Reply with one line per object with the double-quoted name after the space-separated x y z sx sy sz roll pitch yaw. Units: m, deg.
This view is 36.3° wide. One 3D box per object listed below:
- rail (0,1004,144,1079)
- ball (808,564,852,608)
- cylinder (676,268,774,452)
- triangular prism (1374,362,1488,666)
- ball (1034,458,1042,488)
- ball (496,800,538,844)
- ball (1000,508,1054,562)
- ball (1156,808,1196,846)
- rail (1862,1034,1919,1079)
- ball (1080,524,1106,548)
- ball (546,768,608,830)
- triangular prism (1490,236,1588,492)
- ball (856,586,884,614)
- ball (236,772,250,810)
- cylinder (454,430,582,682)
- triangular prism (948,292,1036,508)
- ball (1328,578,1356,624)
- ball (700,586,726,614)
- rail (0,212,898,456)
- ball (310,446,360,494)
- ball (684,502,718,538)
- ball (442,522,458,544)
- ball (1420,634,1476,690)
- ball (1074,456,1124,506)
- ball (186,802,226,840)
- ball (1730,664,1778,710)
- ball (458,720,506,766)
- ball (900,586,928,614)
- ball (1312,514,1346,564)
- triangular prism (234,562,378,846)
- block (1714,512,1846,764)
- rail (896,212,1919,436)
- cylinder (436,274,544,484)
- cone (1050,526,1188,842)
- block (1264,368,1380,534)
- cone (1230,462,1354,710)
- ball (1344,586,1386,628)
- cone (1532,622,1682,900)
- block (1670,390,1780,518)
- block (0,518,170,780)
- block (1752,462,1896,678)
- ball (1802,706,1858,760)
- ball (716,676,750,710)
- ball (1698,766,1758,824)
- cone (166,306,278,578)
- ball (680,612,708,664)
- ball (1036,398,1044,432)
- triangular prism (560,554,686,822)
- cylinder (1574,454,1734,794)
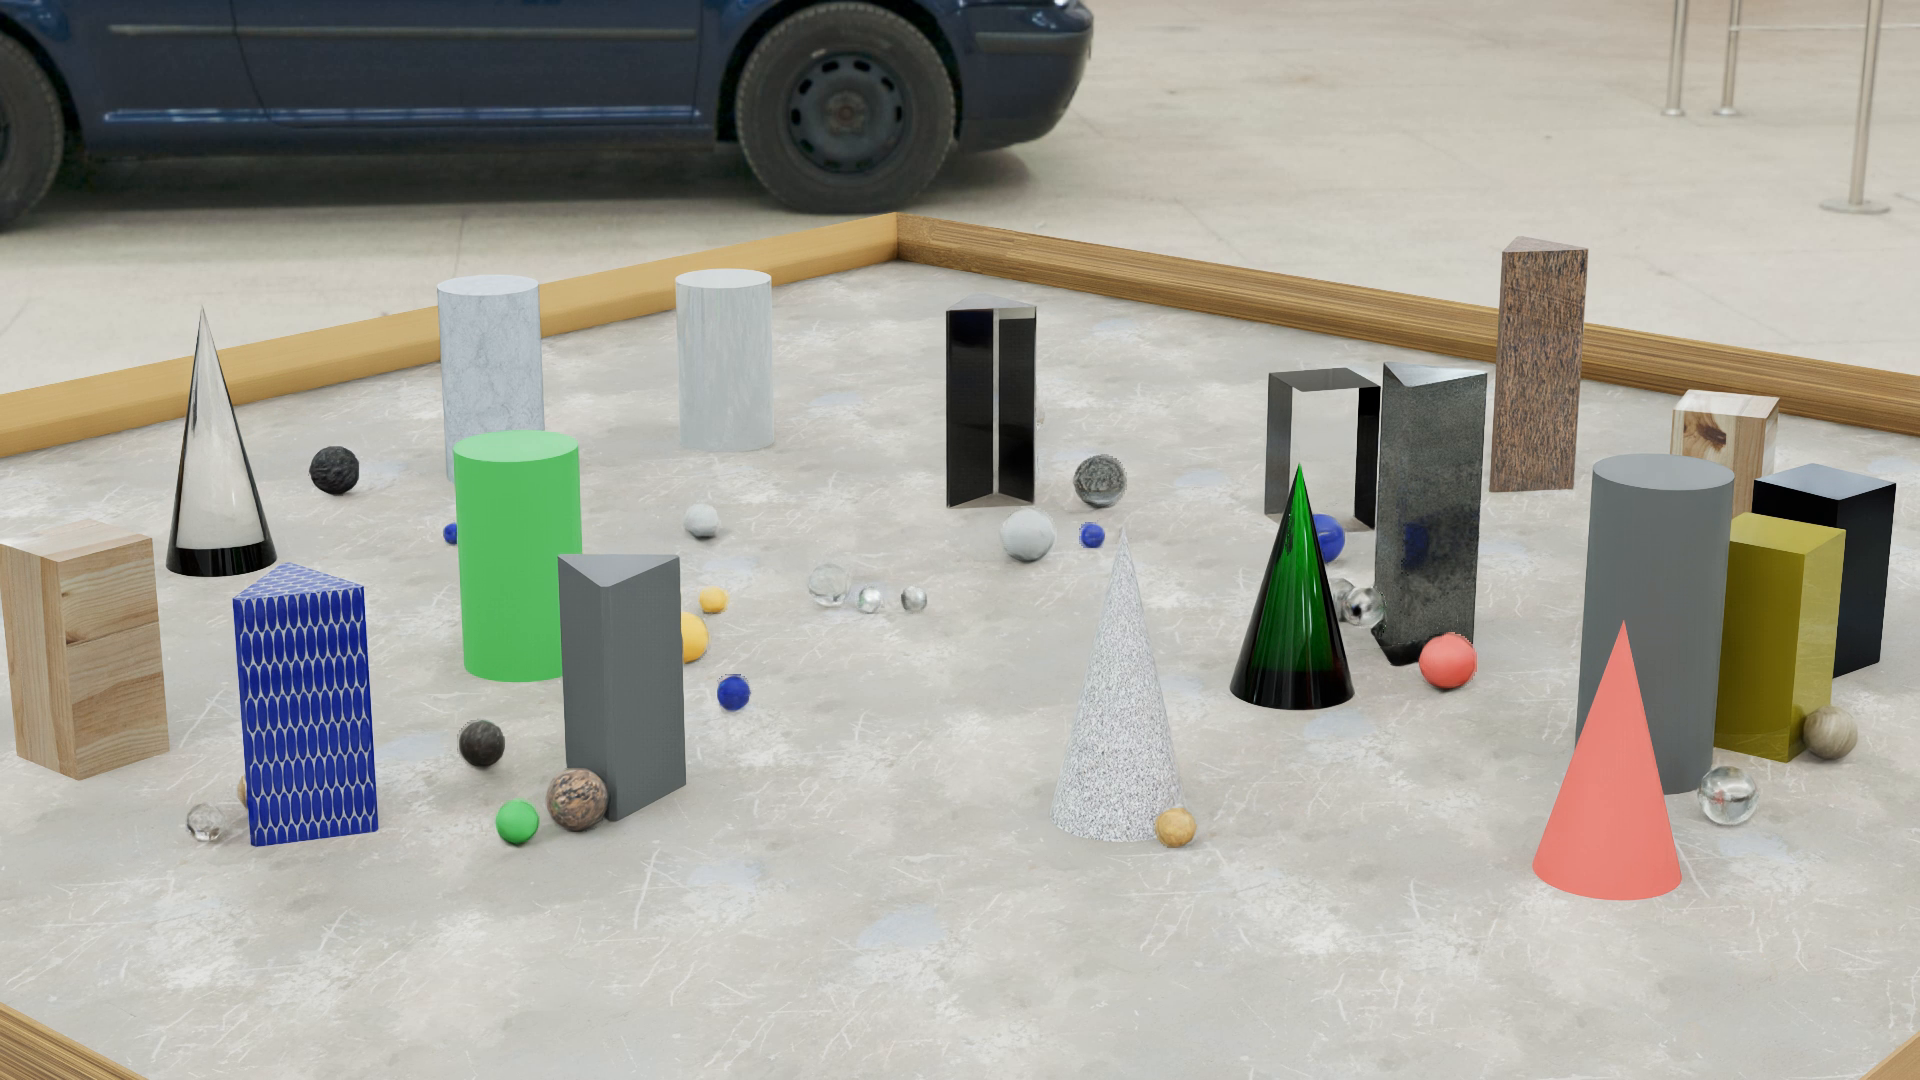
-1.388 0.493 3.589 4.177 0.129 0.045 14 22 39 "rail"
-0.225 0.079 5.060 0.076 0.076 0.076 0 17 0 "ball"
-0.488 -0.375 6.098 0.198 0.345 0.198 0 17 0 "cylinder"
0.738 -0.050 4.808 0.172 0.468 0.149 -11 20 -32 "triangular prism"
0.124 -0.133 5.760 0.078 0.078 0.078 0 17 0 "ball"
-0.613 0.390 4.055 0.060 0.060 0.060 0 17 0 "ball"
0.123 -0.008 5.313 0.097 0.097 0.097 0 17 0 "ball"
0.299 0.396 4.045 0.054 0.054 0.054 0 17 0 "ball"
1.559 0.423 3.824 0.045 0.129 4.281 14 22 39 "rail"
0.244 -0.008 5.400 0.046 0.046 0.046 0 17 0 "ball"
-0.536 0.362 4.101 0.087 0.087 0.087 0 17 0 "ball"
1.116 -0.349 5.780 0.172 0.480 0.149 -3 17 -9 "triangular prism"
-0.154 0.103 5.031 0.046 0.046 0.046 0 17 0 "ball"
-0.999 0.356 4.171 0.059 0.059 0.059 0 17 0 "ball"
-0.710 0.024 4.739 0.198 0.366 0.198 0 17 0 "cylinder"
0.047 -0.273 5.682 0.172 0.392 0.149 -3 17 -10 "triangular prism"
0.639 0.103 4.978 0.078 0.078 0.078 0 17 0 "ball"
-0.424 0.102 5.033 0.047 0.047 0.047 0 17 0 "ball"
-1.559 -0.358 6.416 0.045 0.129 4.281 14 22 39 "rail"
-1.224 -0.137 5.740 0.096 0.096 0.096 0 17 0 "ball"
-0.482 -0.037 5.467 0.064 0.064 0.064 0 17 0 "ball"
-0.935 -0.011 5.420 0.041 0.041 0.041 0 17 0 "ball"
0.774 0.194 4.660 0.087 0.087 0.087 0 17 0 "ball"
0.269 -0.113 5.658 0.099 0.099 0.099 0 17 0 "ball"
-1.045 0.391 4.065 0.053 0.053 0.053 0 17 0 "ball"
1.238 0.229 4.570 0.071 0.071 0.071 0 17 0 "ball"
-0.707 0.301 4.336 0.068 0.068 0.068 0 17 0 "ball"
-0.079 0.102 5.034 0.047 0.047 0.047 0 17 0 "ball"
0.649 -0.002 5.298 0.094 0.094 0.094 0 17 0 "ball"
-0.920 0.223 4.093 0.172 0.358 0.149 -6 18 -18 "triangular prism"
1.213 0.144 4.412 0.159 0.324 0.159 12 21 35 "block"
1.388 -0.429 6.650 4.177 0.129 0.045 14 22 39 "rail"
-0.930 -0.317 5.831 0.198 0.389 0.198 0 17 0 "cylinder"
0.226 0.183 4.097 0.198 0.433 0.198 0 17 0 "cone"
0.681 -0.167 5.524 0.159 0.279 0.159 -5 17 -16 "block"
0.528 0.057 4.612 0.198 0.377 0.198 0 17 0 "cone"
0.664 0.110 4.820 0.069 0.069 0.069 0 17 0 "ball"
0.875 0.276 3.917 0.198 0.358 0.198 0 17 0 "cone"
1.345 -0.087 5.189 0.159 0.319 0.159 7 18 22 "block"
-1.298 0.160 4.344 0.159 0.335 0.159 14 21 38 "block"
1.391 0.051 4.758 0.159 0.304 0.159 -13 21 -38 "block"
1.295 0.287 4.362 0.080 0.080 0.080 0 17 0 "ball"
-0.353 0.239 4.569 0.053 0.053 0.053 0 17 0 "ball"
1.079 0.359 4.119 0.083 0.083 0.083 0 17 0 "ball"
-1.342 -0.191 5.259 0.198 0.479 0.198 0 17 0 "cone"
-0.452 0.159 4.780 0.084 0.084 0.084 0 17 0 "ball"
0.129 -0.263 6.155 0.098 0.098 0.098 0 17 0 "ball"
-0.508 0.199 4.192 0.149 0.348 0.172 10 19 30 "triangular prism"
1.006 0.121 4.260 0.198 0.457 0.198 0 17 0 "cylinder"
